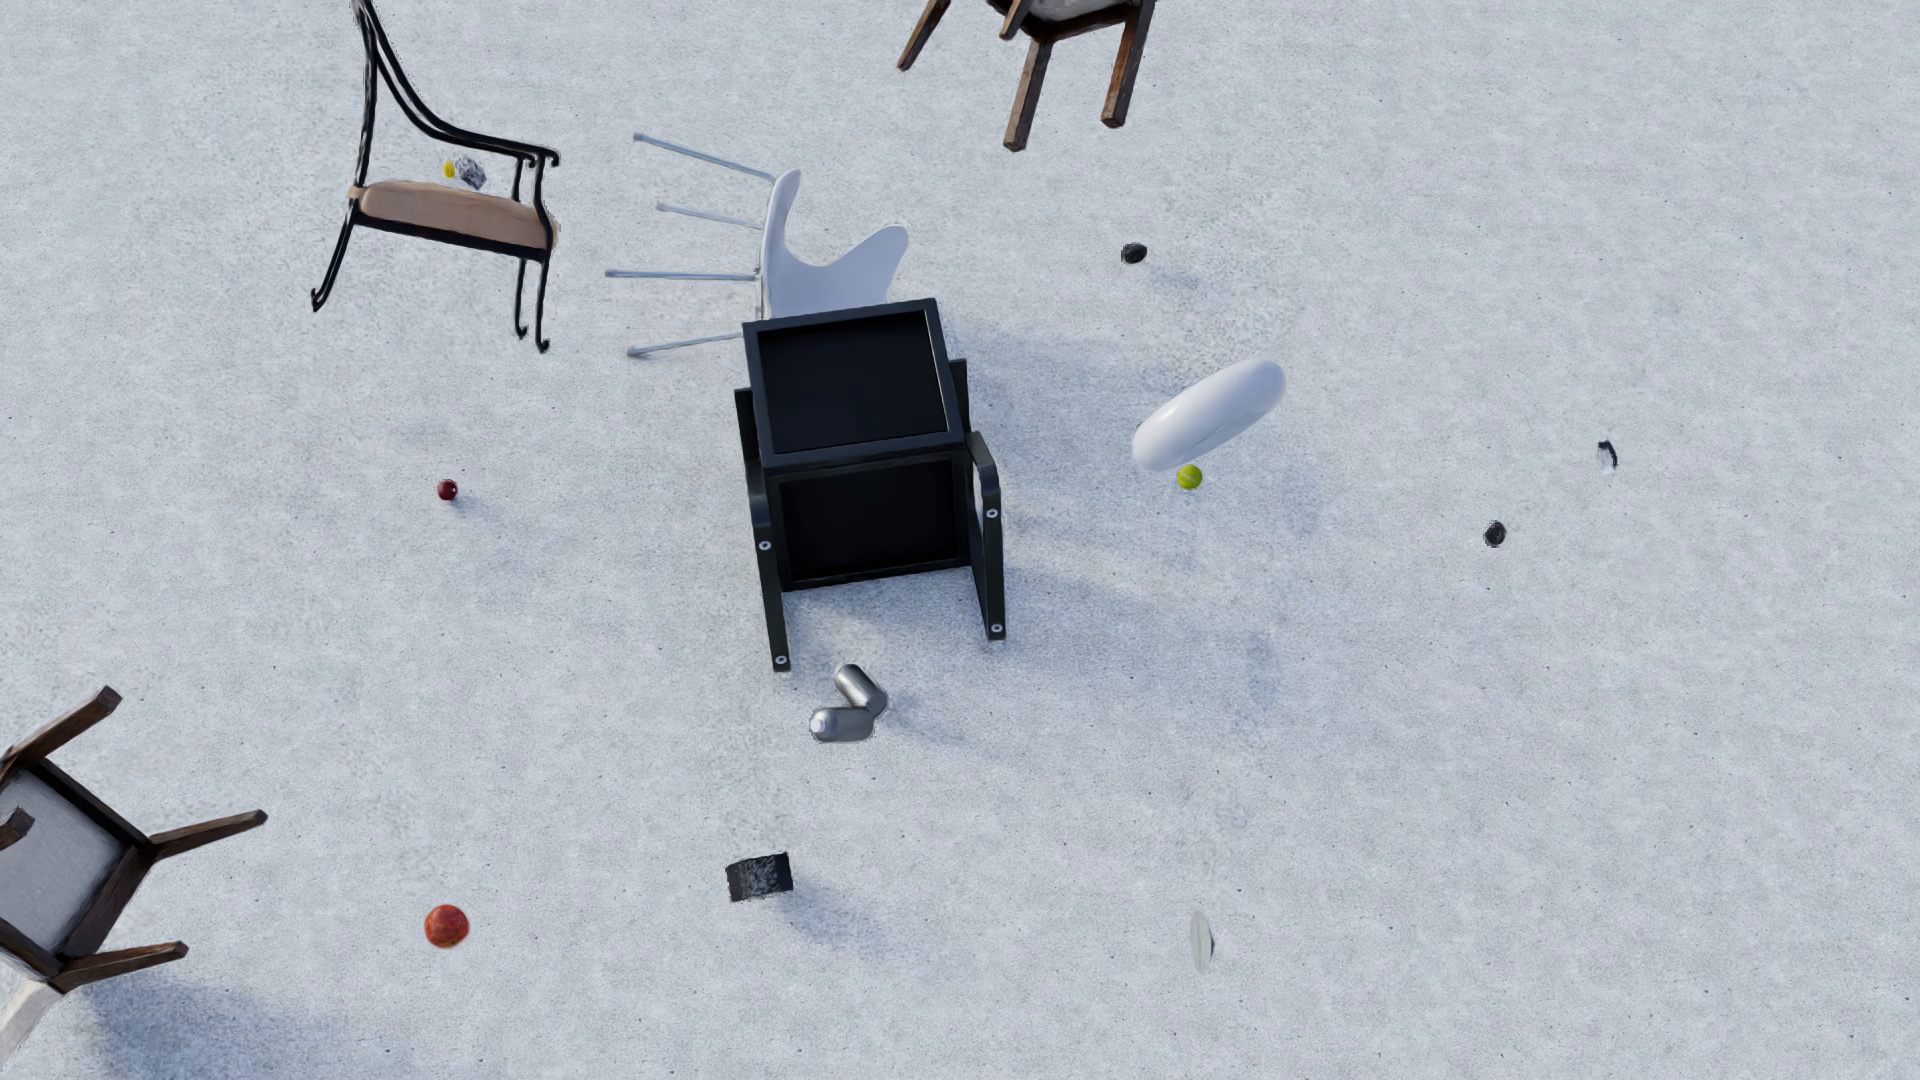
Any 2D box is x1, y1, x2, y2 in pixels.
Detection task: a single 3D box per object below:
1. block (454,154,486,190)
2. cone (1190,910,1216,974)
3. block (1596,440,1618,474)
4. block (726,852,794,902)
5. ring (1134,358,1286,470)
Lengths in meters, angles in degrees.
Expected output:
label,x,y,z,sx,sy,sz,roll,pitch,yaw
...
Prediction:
label,x,y,z,sx,sy,sz,roll,pitch,yaw
block,-1.324,-0.995,5.949,0.039,0.065,0.072,-41,46,14
cone,0.569,0.922,5.042,0.049,0.060,0.142,12,69,-39
block,1.967,-0.251,6.692,0.037,0.071,0.067,-12,49,0
block,-0.533,0.897,5.839,0.118,0.157,0.098,-6,79,-28
ring,0.640,-0.323,5.654,0.448,0.312,0.129,-32,78,20
